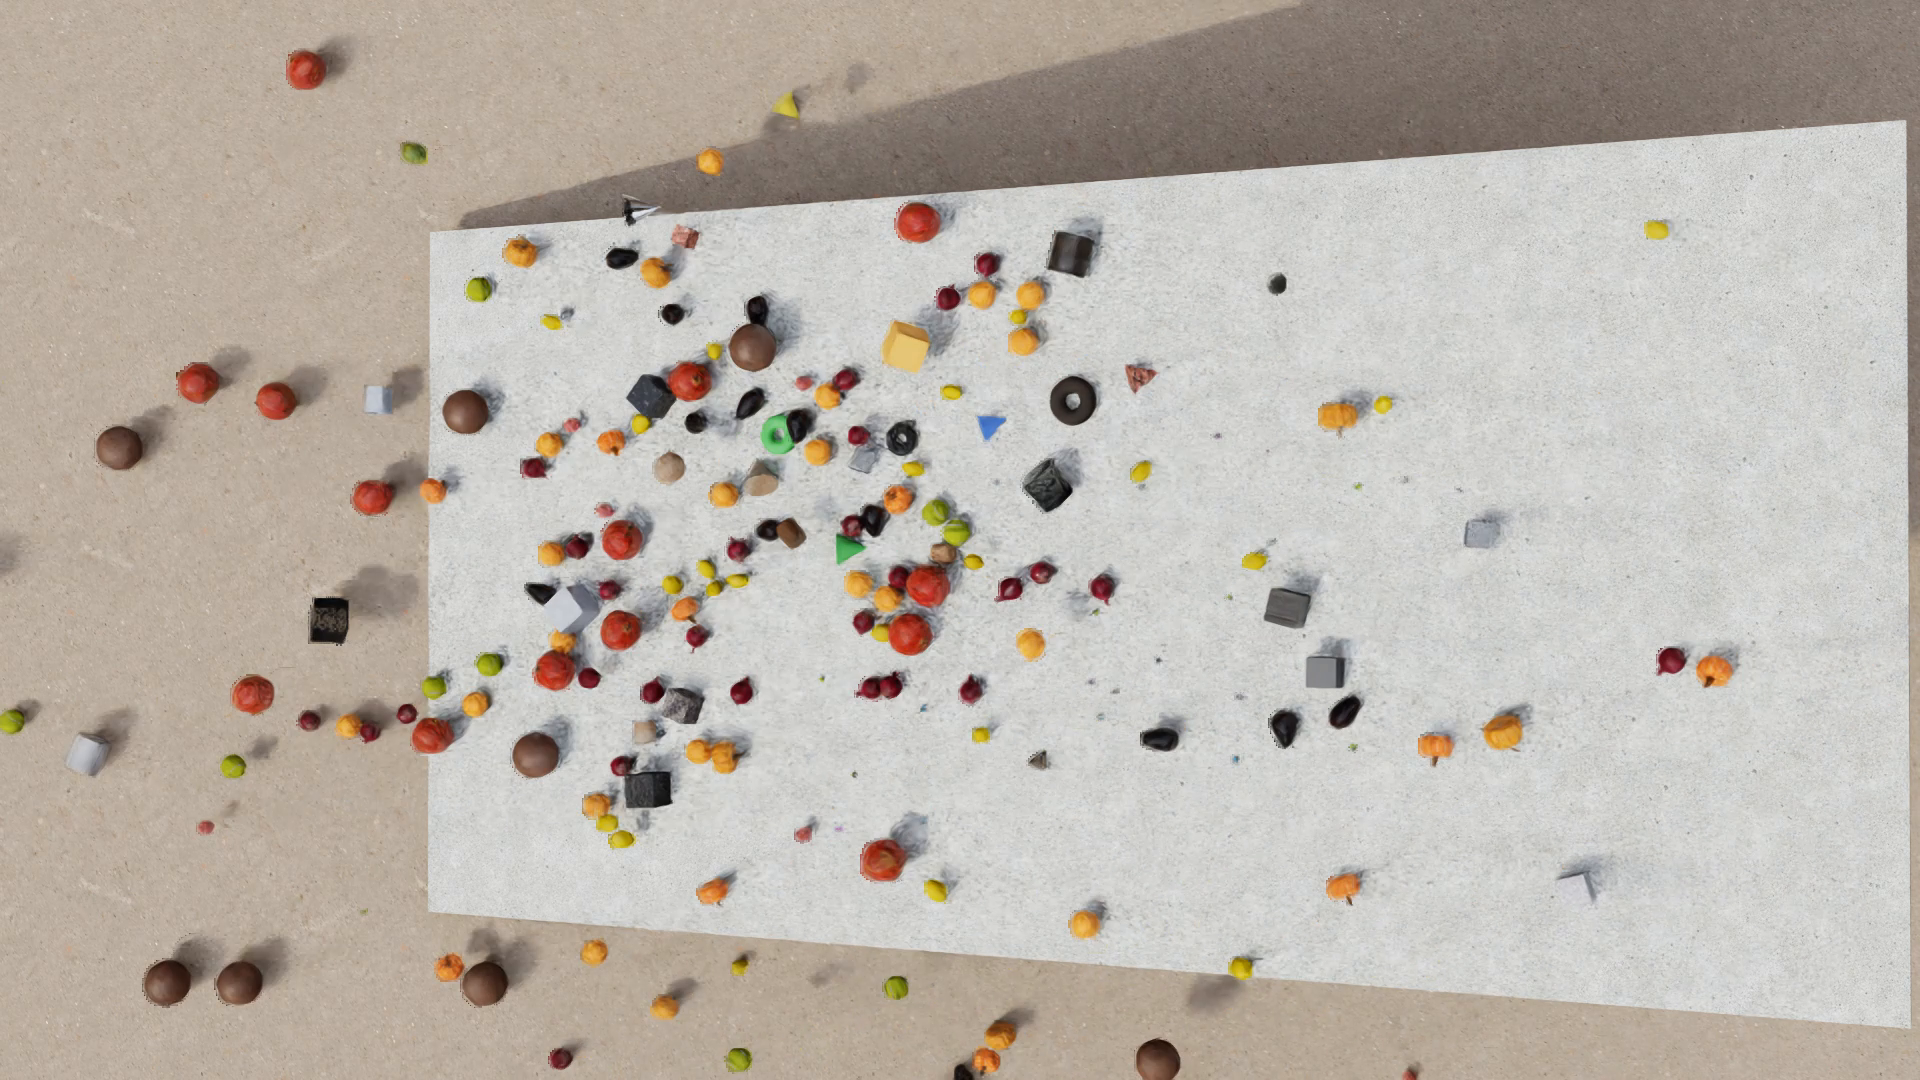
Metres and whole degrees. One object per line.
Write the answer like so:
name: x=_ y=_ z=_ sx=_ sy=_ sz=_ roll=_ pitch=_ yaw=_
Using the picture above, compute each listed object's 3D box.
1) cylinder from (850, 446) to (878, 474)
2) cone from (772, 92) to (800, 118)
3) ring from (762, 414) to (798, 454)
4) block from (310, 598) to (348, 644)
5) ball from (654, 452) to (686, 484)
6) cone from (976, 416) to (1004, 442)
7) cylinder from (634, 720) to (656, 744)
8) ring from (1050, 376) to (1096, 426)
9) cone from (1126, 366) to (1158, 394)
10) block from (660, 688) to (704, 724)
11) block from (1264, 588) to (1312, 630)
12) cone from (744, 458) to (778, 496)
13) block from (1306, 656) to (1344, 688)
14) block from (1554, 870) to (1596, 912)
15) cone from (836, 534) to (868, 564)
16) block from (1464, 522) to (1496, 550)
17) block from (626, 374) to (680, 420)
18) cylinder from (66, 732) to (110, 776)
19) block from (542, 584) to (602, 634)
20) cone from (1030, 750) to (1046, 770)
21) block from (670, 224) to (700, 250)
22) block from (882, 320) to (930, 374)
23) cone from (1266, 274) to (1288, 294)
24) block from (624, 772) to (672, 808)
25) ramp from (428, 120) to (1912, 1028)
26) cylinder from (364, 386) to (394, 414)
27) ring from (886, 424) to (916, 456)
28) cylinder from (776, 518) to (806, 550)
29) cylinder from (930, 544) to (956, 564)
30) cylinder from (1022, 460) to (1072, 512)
cylinder: x=-0.258 y=-0.213 z=5.859 sx=0.060 sy=0.060 sz=0.060 roll=18 pitch=97 yaw=0
cone: x=-0.505 y=-1.282 z=6.564 sx=0.080 sy=0.080 sz=0.080 roll=37 pitch=89 yaw=-32
ring: x=-0.491 y=-0.287 z=5.979 sx=0.109 sy=0.036 sz=0.109 roll=-1 pitch=89 yaw=24
block: x=-1.850 y=0.236 z=6.456 sx=0.096 sy=0.096 sz=0.096 roll=5 pitch=57 yaw=-22
ball: x=-0.778 y=-0.194 z=5.910 sx=0.083 sy=0.083 sz=0.083 roll=0 pitch=89 yaw=0
cone: x=0.090 y=-0.304 z=5.722 sx=0.071 sy=0.071 sz=0.071 roll=-29 pitch=89 yaw=-20
cylinder: x=-0.876 y=0.536 z=6.127 sx=0.060 sy=0.060 sz=0.060 roll=-4 pitch=87 yaw=0
ring: x=0.289 y=-0.355 z=5.628 sx=0.125 sy=0.042 sz=0.125 roll=0 pitch=91 yaw=24
cone: x=0.467 y=-0.414 z=5.553 sx=0.076 sy=0.076 sz=0.076 roll=-16 pitch=89 yaw=-4
block: x=-0.766 y=0.458 z=6.071 sx=0.077 sy=0.077 sz=0.077 roll=23 pitch=99 yaw=23
block: x=0.800 y=0.167 z=5.371 sx=0.081 sy=0.081 sz=0.081 roll=15 pitch=95 yaw=24
cone: x=-0.548 y=-0.186 z=6.000 sx=0.095 sy=0.095 sz=0.095 roll=-11 pitch=55 yaw=0
block: x=0.885 y=0.321 z=5.336 sx=0.073 sy=0.073 sz=0.073 roll=1 pitch=90 yaw=24
block: x=1.423 y=0.812 z=5.091 sx=0.070 sy=0.070 sz=0.070 roll=-19 pitch=82 yaw=23
cone: x=-0.287 y=0.022 z=5.883 sx=0.085 sy=0.085 sz=0.085 roll=-2 pitch=89 yaw=-3
block: x=1.228 y=-0.011 z=5.193 sx=0.061 sy=0.061 sz=0.061 roll=6 pitch=92 yaw=24
block: x=-0.855 y=-0.399 z=6.115 sx=0.086 sy=0.086 sz=0.086 roll=42 pitch=106 yaw=19
cylinder: x=-2.580 y=0.632 z=6.506 sx=0.098 sy=0.098 sz=0.098 roll=23 pitch=90 yaw=0
block: x=-1.095 y=0.195 z=6.210 sx=0.096 sy=0.096 sz=0.096 roll=-42 pitch=74 yaw=18
cone: x=0.211 y=0.560 z=5.662 sx=0.050 sy=0.050 sz=0.050 roll=27 pitch=72 yaw=0
block: x=-0.762 y=-0.841 z=6.099 sx=0.050 sy=0.050 sz=0.050 roll=25 pitch=99 yaw=22
block: x=-0.141 y=-0.505 z=5.738 sx=0.091 sy=0.091 sz=0.091 roll=16 pitch=114 yaw=-17
cone: x=0.772 y=-0.633 z=5.409 sx=0.052 sy=0.052 sz=0.052 roll=0 pitch=89 yaw=24
block: x=-0.866 y=0.694 z=6.105 sx=0.091 sy=0.091 sz=0.091 roll=-4 pitch=88 yaw=24
ramp: x=0.283 y=0.083 z=5.703 sx=4.000 sy=0.100 sz=2.000 roll=0 pitch=89 yaw=24
cylinder: x=-1.718 y=-0.413 z=6.502 sx=0.078 sy=0.078 sz=0.078 roll=5 pitch=90 yaw=0
ring: x=-0.155 y=-0.267 z=5.833 sx=0.087 sy=0.029 sz=0.087 roll=0 pitch=89 yaw=23
cylinder: x=-0.448 y=-0.017 z=5.844 sx=0.060 sy=0.060 sz=0.060 roll=-39 pitch=64 yaw=0
cylinder: x=-0.043 y=0.036 z=5.767 sx=0.050 sy=0.050 sz=0.050 roll=-4 pitch=89 yaw=26
cylinder: x=0.222 y=-0.136 z=5.606 sx=0.093 sy=0.093 sz=0.093 roll=-41 pitch=105 yaw=0
